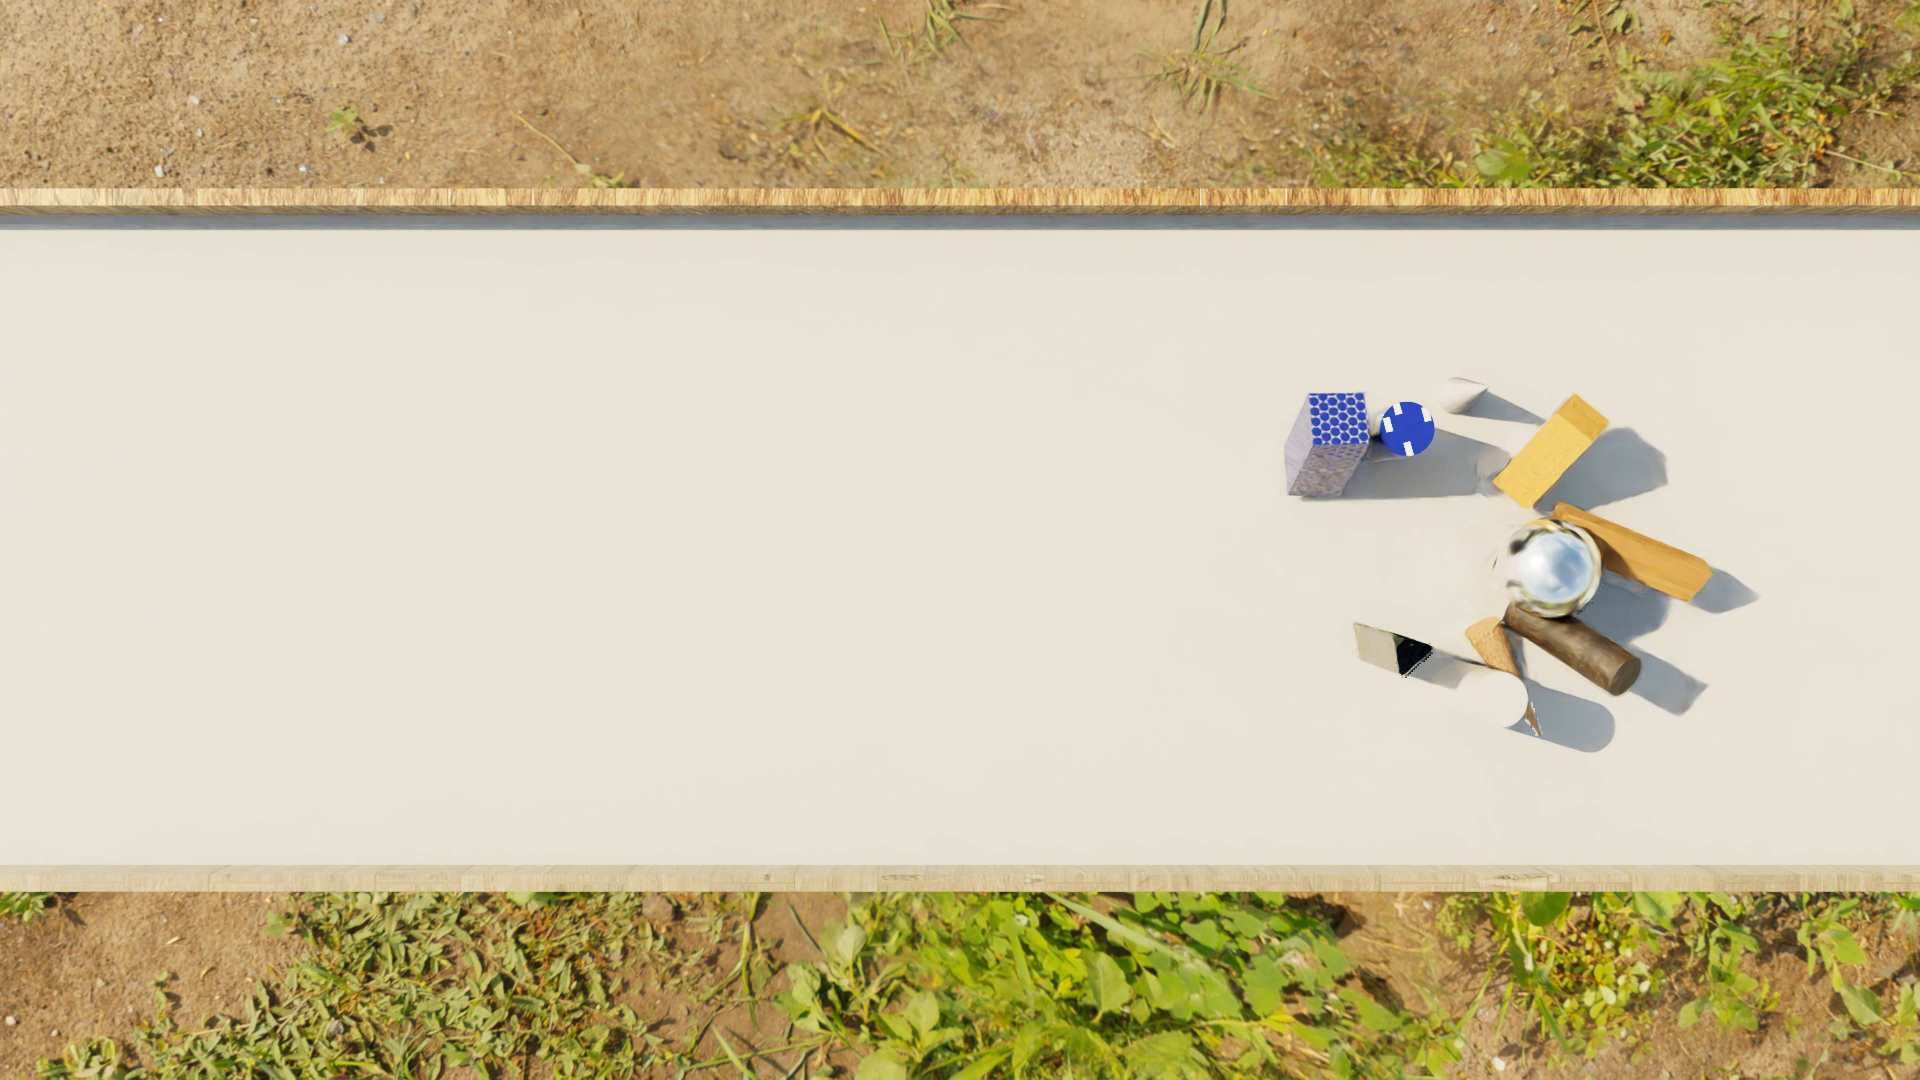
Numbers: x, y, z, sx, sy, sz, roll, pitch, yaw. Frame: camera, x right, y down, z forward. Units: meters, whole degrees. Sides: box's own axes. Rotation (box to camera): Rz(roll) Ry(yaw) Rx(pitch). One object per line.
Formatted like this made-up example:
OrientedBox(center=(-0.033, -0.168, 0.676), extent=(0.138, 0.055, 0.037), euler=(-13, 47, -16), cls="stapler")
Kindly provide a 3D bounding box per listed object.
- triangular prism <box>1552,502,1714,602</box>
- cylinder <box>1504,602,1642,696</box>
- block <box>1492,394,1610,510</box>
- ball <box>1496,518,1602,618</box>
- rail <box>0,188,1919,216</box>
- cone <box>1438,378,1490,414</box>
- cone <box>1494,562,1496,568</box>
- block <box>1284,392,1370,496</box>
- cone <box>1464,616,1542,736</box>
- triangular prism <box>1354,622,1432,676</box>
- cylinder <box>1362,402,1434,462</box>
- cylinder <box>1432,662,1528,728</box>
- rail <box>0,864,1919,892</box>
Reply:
OrientedBox(center=(1.990, 0.021, 4.896), extent=(0.458, 0.123, 0.142), euler=(23, 79, 5), cls="triangular prism")
OrientedBox(center=(1.805, 0.299, 4.872), extent=(0.131, 0.397, 0.131), euler=(-19, 128, -26), cls="cylinder")
OrientedBox(center=(1.751, -0.260, 4.896), extent=(0.132, 0.333, 0.132), euler=(42, 51, 12), cls="block")
OrientedBox(center=(1.721, 0.081, 4.820), extent=(0.295, 0.295, 0.295), euler=(0, 90, 0), cls="ball")
OrientedBox(center=(-2.247, -1.025, 5.002), extent=(12.000, 0.150, 0.050), euler=(0, 90, 0), cls="rail")
OrientedBox(center=(1.528, -0.443, 4.914), extent=(0.116, 0.325, 0.116), euler=(0, 90, 0), cls="cone")
OrientedBox(center=(1.780, 0.137, 5.026), extent=(0.306, 0.102, 0.102), euler=(36, 90, -8), cls="cone")
OrientedBox(center=(1.076, -0.278, 4.864), extent=(0.161, 0.394, 0.161), euler=(0, 70, 0), cls="block")
OrientedBox(center=(1.691, 0.438, 5.048), extent=(0.116, 0.116, 0.409), euler=(-30, 98, 0), cls="cone")
OrientedBox(center=(1.247, 0.297, 4.850), extent=(0.120, 0.451, 0.104), euler=(-41, 91, 0), cls="triangular prism")
OrientedBox(center=(1.283, -0.319, 4.904), extent=(0.157, 0.344, 0.157), euler=(0, 90, 0), cls="cylinder")
OrientedBox(center=(1.533, 0.453, 4.879), extent=(0.160, 0.396, 0.160), euler=(0, 90, 0), cls="cylinder")
OrientedBox(center=(-2.247, 1.025, 5.001), extent=(12.000, 0.150, 0.050), euler=(0, 90, 0), cls="rail")
